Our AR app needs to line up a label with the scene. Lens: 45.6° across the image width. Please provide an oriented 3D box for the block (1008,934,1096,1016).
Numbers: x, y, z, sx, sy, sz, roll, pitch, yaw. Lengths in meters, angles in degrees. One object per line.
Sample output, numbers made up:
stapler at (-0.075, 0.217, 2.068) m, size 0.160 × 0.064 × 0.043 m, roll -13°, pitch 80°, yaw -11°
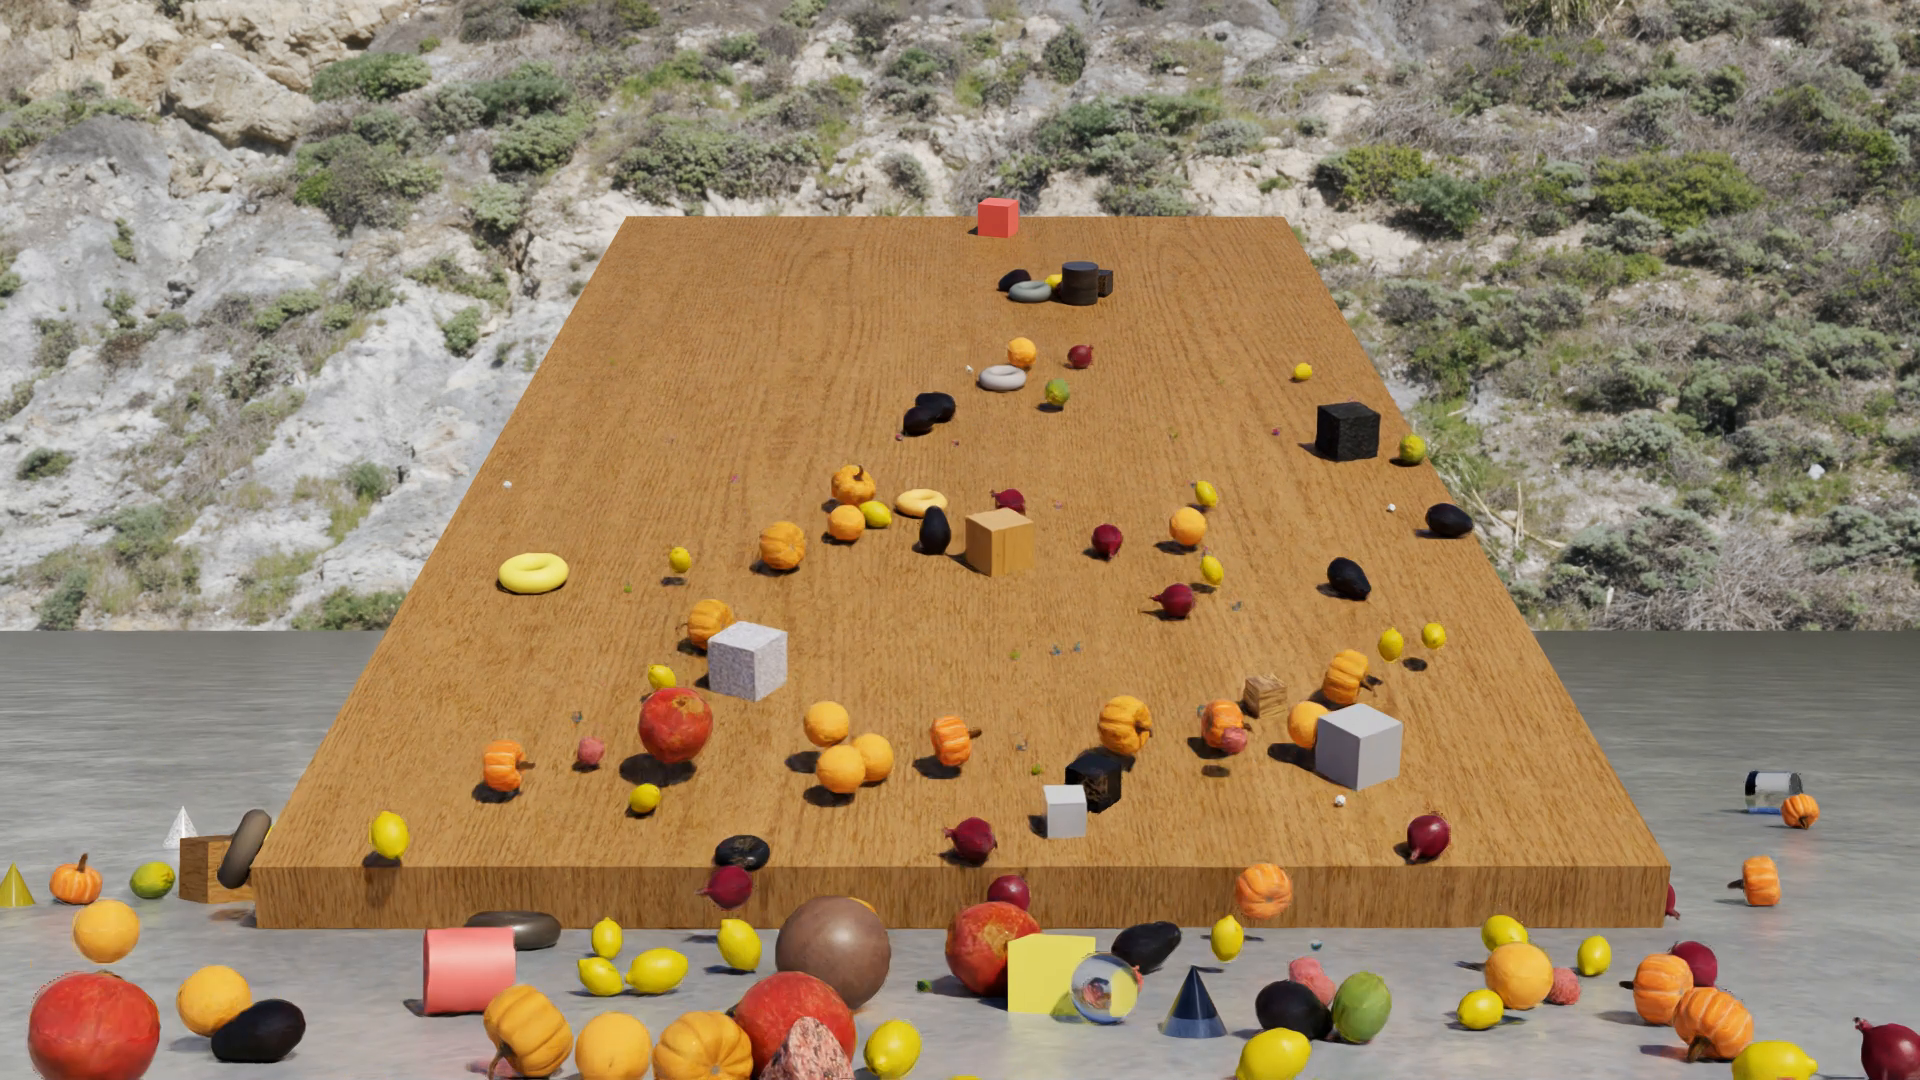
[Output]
block at (0.104, 0.489, 2.574) m, size 0.077 × 0.077 × 0.077 m, roll -1°, pitch -2°, yaw 22°

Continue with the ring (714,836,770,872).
ring at (-0.307, 0.442, 3.222) m, size 0.079 × 0.026 × 0.079 m, roll -1°, pitch 22°, yaw 0°

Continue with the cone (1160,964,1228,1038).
cone at (0.248, 0.486, 2.423) m, size 0.072 × 0.072 × 0.072 m, roll 0°, pitch -2°, yaw 0°

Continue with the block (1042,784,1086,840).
block at (0.151, 0.393, 3.307) m, size 0.057 × 0.057 × 0.057 m, roll -1°, pitch 21°, yaw -4°

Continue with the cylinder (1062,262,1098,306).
cylinder at (0.316, -0.675, 6.013) m, size 0.096 × 0.096 × 0.096 m, roll 0°, pitch 21°, yaw 0°

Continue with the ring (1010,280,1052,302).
ring at (0.187, -0.657, 6.046) m, size 0.115 × 0.038 × 0.115 m, roll -3°, pitch 23°, yaw 1°

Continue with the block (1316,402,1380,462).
block at (0.827, -0.231, 4.868) m, size 0.097 × 0.097 × 0.097 m, roll -7°, pitch 22°, yaw -18°

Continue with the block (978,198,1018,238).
block at (0.113, -0.949, 6.724) m, size 0.094 × 0.094 × 0.094 m, roll 8°, pitch 22°, yaw 19°

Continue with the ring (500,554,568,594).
ring at (-0.781, 0.060, 4.184) m, size 0.127 × 0.042 × 0.127 m, roll 0°, pitch 23°, yaw 0°

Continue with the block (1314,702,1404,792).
block at (0.605, 0.314, 3.469) m, size 0.090 × 0.090 × 0.090 m, roll -14°, pitch 26°, yaw -33°

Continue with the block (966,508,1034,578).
block at (0.074, 0.004, 4.264) m, size 0.092 × 0.092 × 0.092 m, roll -12°, pitch 24°, yaw -29°

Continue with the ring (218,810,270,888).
ring at (-1.037, 0.448, 3.311) m, size 0.040 × 0.121 × 0.121 m, roll 25°, pitch -8°, yaw -13°

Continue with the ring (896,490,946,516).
ring at (-0.076, -0.073, 4.545) m, size 0.101 × 0.034 × 0.101 m, roll 0°, pitch 20°, yaw 0°

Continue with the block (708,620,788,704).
block at (-0.349, 0.200, 3.755) m, size 0.093 × 0.093 × 0.093 m, roll 12°, pitch 24°, yaw 28°

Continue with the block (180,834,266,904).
block at (-1.163, 0.518, 3.601) m, size 0.096 × 0.096 × 0.096 m, roll 2°, pitch -3°, yaw -45°

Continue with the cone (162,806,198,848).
cone at (-1.524, 0.559, 4.476) m, size 0.078 × 0.078 × 0.078 m, roll 0°, pitch -2°, yaw 0°

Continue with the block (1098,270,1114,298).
block at (0.369, -0.685, 6.091) m, size 0.060 × 0.060 × 0.060 m, roll 9°, pitch 23°, yaw 22°

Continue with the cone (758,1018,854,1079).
cone at (-0.159, 0.484, 2.001) m, size 0.099 × 0.099 × 0.099 m, roll -29°, pitch -13°, yaw 19°

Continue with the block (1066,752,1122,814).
block at (0.198, 0.361, 3.387) m, size 0.060 × 0.060 × 0.060 m, roll 15°, pitch 26°, yaw 34°

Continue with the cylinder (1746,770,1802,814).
cylinder at (1.860, 0.577, 5.220) m, size 0.096 × 0.096 × 0.096 m, roll -2°, pitch -3°, yaw 40°

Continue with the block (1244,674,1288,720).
block at (0.493, 0.253, 3.680) m, size 0.051 × 0.051 × 0.051 m, roll -8°, pitch 23°, yaw -19°

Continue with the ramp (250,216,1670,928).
ramp at (-0.006, -0.216, 5.097) m, size 2.000 × 0.100 × 4.000 m, roll 0°, pitch 21°, yaw 0°

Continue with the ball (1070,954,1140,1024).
ball at (0.157, 0.487, 2.479) m, size 0.075 × 0.075 × 0.075 m, roll 0°, pitch -2°, yaw 0°

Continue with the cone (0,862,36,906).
cone at (-1.464, 0.530, 3.532) m, size 0.066 × 0.066 × 0.066 m, roll 0°, pitch -2°, yaw 0°

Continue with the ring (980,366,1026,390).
ring at (0.100, -0.377, 5.325) m, size 0.112 × 0.037 × 0.112 m, roll 0°, pitch 23°, yaw 0°

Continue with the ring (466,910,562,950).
ring at (-0.601, 0.525, 3.071) m, size 0.129 × 0.043 × 0.129 m, roll 2°, pitch -3°, yaw 0°
